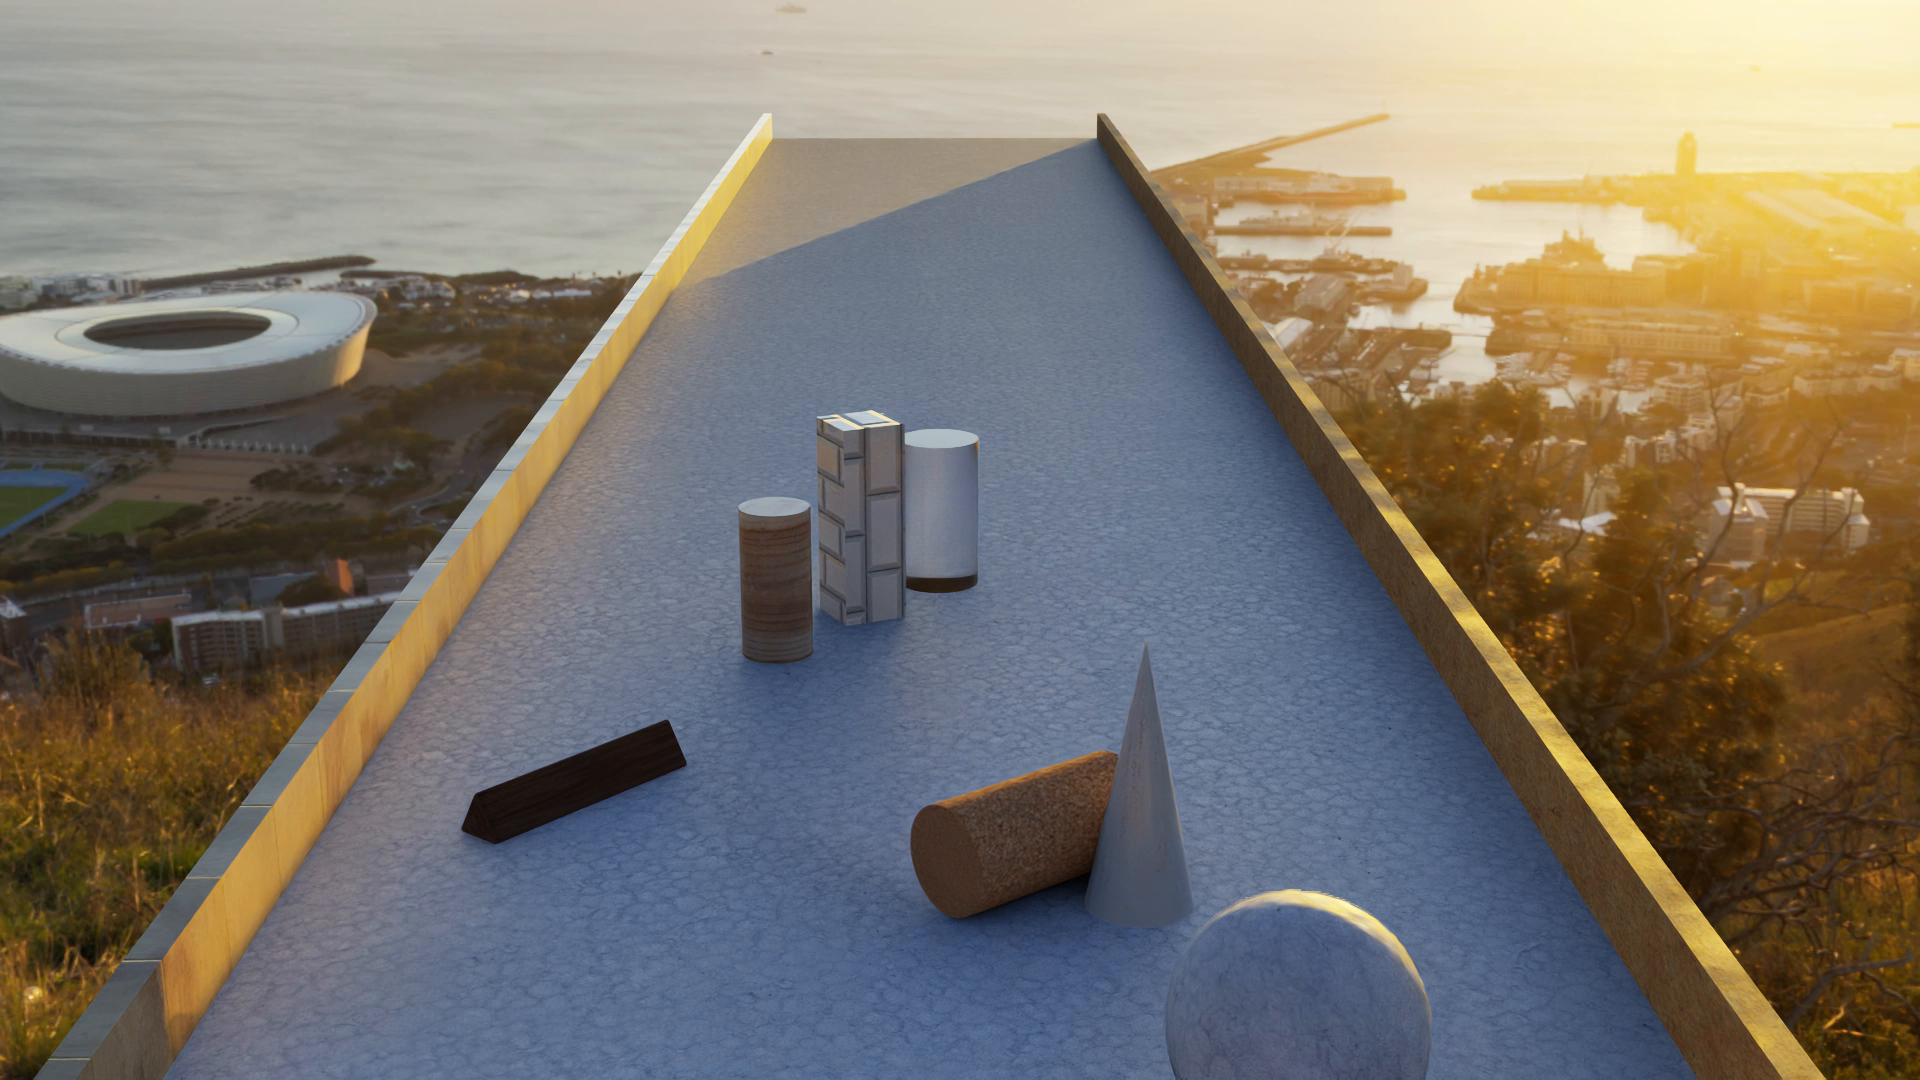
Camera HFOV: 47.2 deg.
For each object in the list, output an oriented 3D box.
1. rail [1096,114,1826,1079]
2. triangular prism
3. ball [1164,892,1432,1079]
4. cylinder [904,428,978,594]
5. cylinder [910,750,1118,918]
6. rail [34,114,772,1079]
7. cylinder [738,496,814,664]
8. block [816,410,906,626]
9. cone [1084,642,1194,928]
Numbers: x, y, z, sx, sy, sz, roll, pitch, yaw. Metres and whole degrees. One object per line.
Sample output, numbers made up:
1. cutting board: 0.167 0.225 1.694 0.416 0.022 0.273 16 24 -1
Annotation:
1. rail: 0.932 -0.844 7.801 0.050 0.150 12.000 0 17 -1
2. triangular prism: -0.651 0.401 3.739 0.087 0.076 0.428 13 21 37
3. ball: 0.410 0.591 2.676 0.322 0.322 0.322 0 17 0
4. cylinder: -0.047 -0.066 4.871 0.176 0.328 0.176 0 17 0
5. cylinder: 0.112 0.451 3.402 0.342 0.175 0.175 -13 21 -37
6. rail: -1.118 -0.838 7.780 0.050 0.150 12.000 0 17 -1
7. cylinder: -0.369 0.080 4.419 0.144 0.307 0.144 0 17 0
8. block: -0.208 -0.048 4.648 0.139 0.421 0.139 -8 18 -26
9. cone: 0.274 0.350 3.299 0.168 0.427 0.168 0 17 0
